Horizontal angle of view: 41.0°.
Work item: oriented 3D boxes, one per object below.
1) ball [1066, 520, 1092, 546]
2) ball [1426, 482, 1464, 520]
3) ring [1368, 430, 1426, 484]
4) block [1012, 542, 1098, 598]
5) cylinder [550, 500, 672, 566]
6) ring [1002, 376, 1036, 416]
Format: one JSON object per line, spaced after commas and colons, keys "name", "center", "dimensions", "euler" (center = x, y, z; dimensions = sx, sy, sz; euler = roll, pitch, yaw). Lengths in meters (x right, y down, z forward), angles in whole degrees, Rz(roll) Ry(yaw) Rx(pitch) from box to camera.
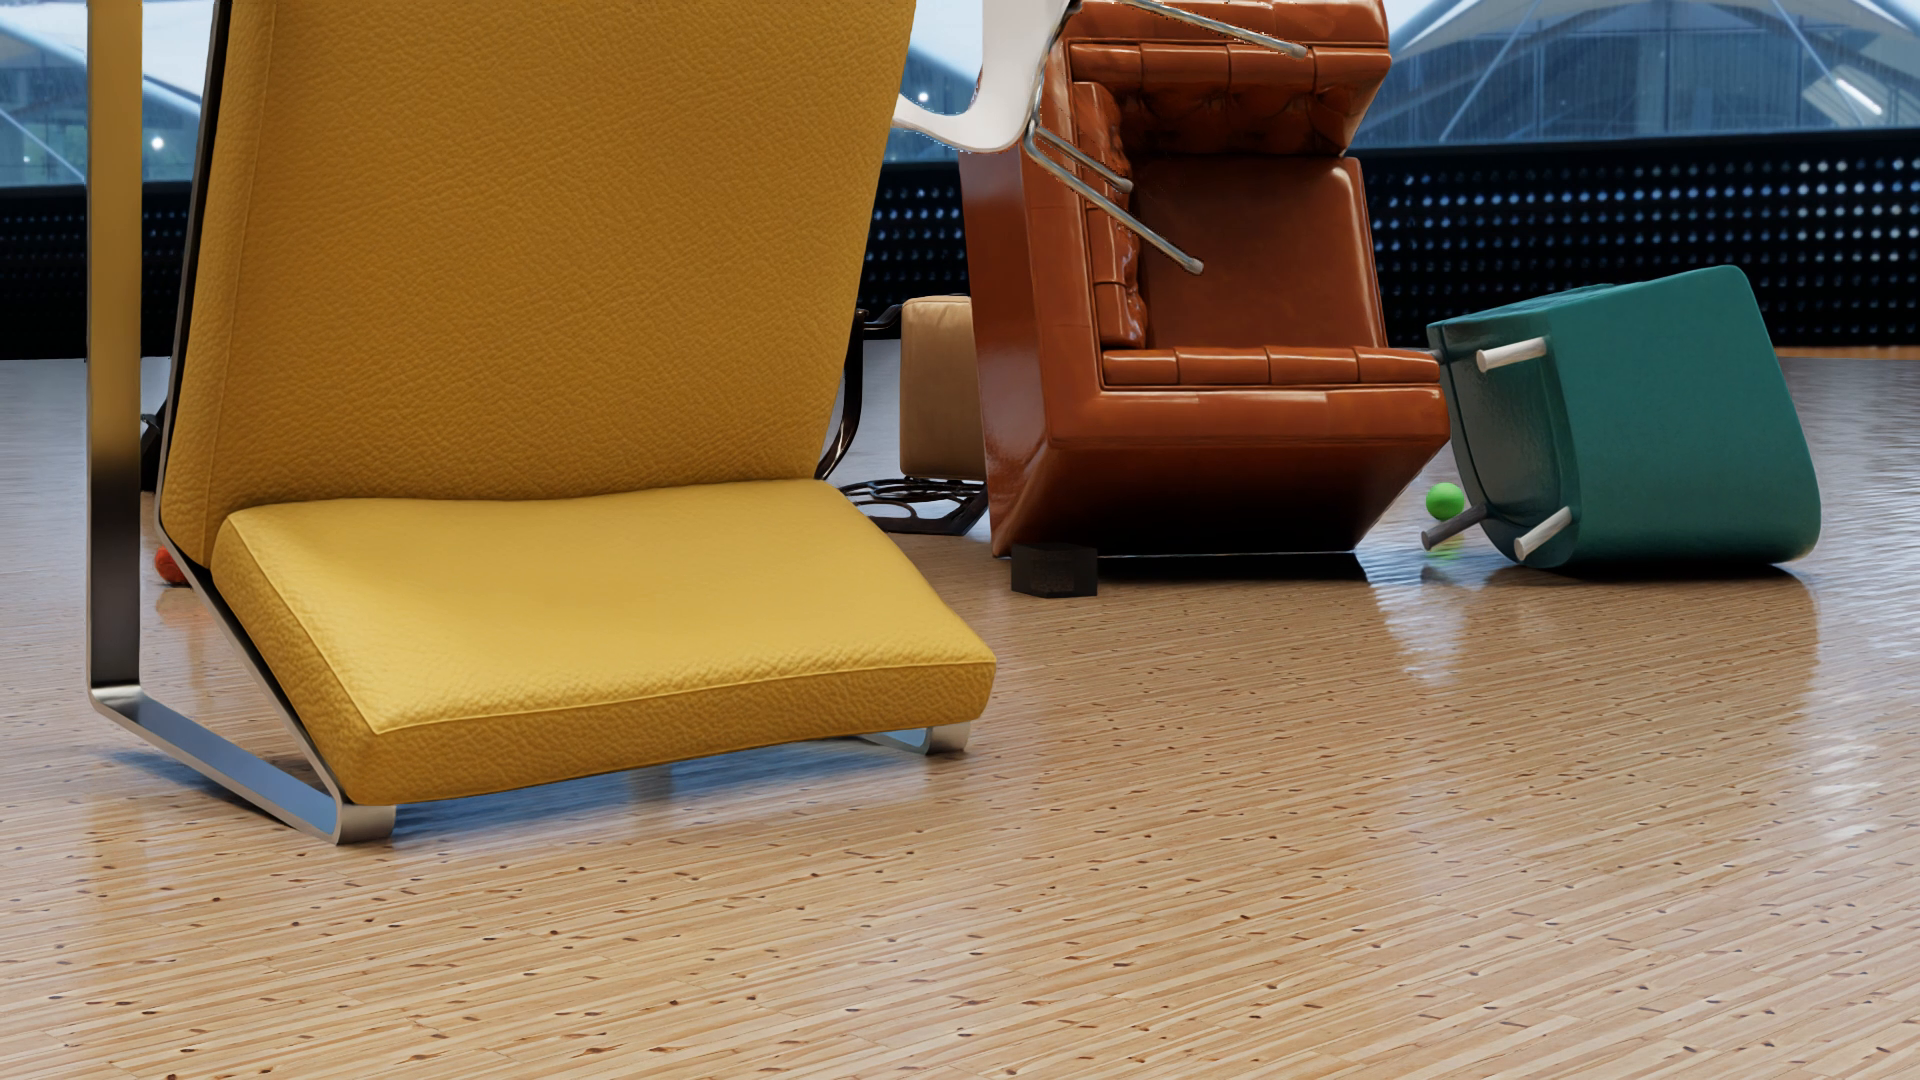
{"name": "ball", "center": [0.291, -0.018, 6.269], "dimensions": [0.066, 0.066, 0.066], "euler": [0, 6, 0]}
{"name": "ball", "center": [1.307, -0.103, 6.911], "dimensions": [0.104, 0.104, 0.104], "euler": [0, 6, 0]}
{"name": "ring", "center": [1.383, -0.262, 8.131], "dimensions": [0.155, 0.190, 0.128], "euler": [-48, 18, -18]}
{"name": "block", "center": [0.195, 0.062, 5.334], "dimensions": [0.118, 0.098, 0.157], "euler": [-3, 7, -26]}
{"name": "cylinder", "center": [-0.799, -0.017, 5.885], "dimensions": [0.159, 0.143, 0.256], "euler": [3, 4, 27]}
{"name": "ring", "center": [0.233, -0.568, 10.081], "dimensions": [0.122, 0.109, 0.233], "euler": [-26, -14, -11]}
